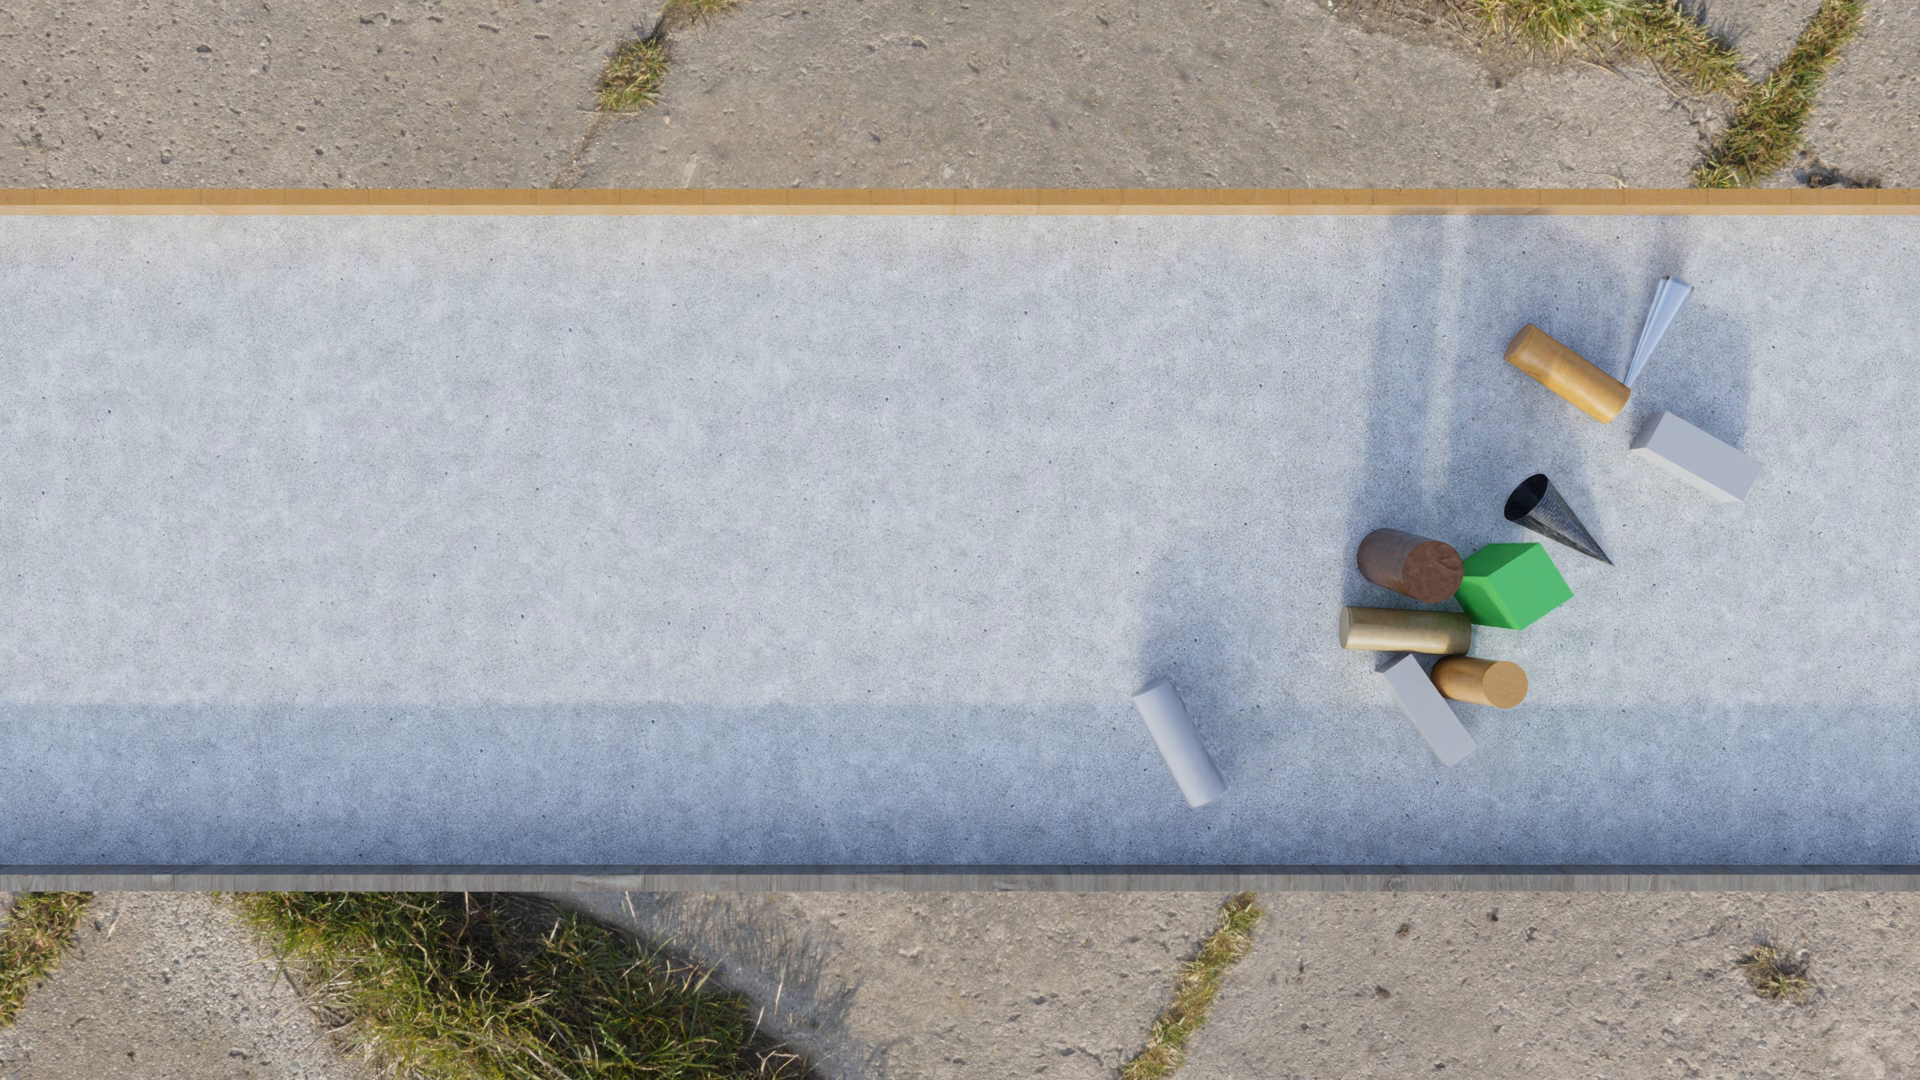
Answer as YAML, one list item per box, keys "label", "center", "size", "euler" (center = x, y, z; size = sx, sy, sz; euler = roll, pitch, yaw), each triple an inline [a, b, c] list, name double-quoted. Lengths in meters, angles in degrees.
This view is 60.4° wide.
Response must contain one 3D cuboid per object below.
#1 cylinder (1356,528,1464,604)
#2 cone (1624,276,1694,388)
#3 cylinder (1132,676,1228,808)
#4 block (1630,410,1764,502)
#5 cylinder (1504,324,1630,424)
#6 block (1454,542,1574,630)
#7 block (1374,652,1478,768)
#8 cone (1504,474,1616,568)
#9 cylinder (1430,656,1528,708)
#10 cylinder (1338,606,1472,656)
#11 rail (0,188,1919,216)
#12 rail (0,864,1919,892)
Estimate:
- label: "cylinder"
  center: [1.323, 0.072, 4.870]
  size: [0.180, 0.393, 0.180]
  euler: [-1, 96, -5]
- label: "cone"
  center: [2.104, -0.595, 5.051]
  size: [0.102, 0.102, 0.421]
  euler: [24, 97, 0]
- label: "cylinder"
  center: [0.669, 0.613, 5.012]
  size: [0.130, 0.130, 0.378]
  euler: [-28, 90, 0]
- label: "block"
  center: [2.234, -0.252, 5.013]
  size: [0.333, 0.128, 0.128]
  euler: [29, 90, 0]
- label: "cylinder"
  center: [1.843, -0.505, 5.011]
  size: [0.361, 0.131, 0.131]
  euler: [33, 90, 0]
- label: "block"
  center: [1.606, 0.133, 4.862]
  size: [0.179, 0.427, 0.179]
  euler: [-33, 90, -1]
- label: "block"
  center: [1.418, 0.514, 5.024]
  size: [0.105, 0.105, 0.347]
  euler: [-36, 90, 0]
- label: "cone"
  center: [1.865, -0.022, 5.034]
  size: [0.384, 0.173, 0.173]
  euler: [35, 90, -13]
- label: "cylinder"
  center: [1.530, 0.416, 4.876]
  size: [0.135, 0.390, 0.135]
  euler: [0, 88, -5]
- label: "cylinder"
  center: [1.351, 0.276, 5.011]
  size: [0.368, 0.131, 0.131]
  euler: [3, 90, 0]
- label: "rail"
  center: [-2.247, -1.025, 5.002]
  size: [12.000, 0.150, 0.050]
  euler: [0, 90, 0]
- label: "rail"
  center: [-2.247, 1.025, 5.001]
  size: [12.000, 0.150, 0.050]
  euler: [0, 90, 0]
